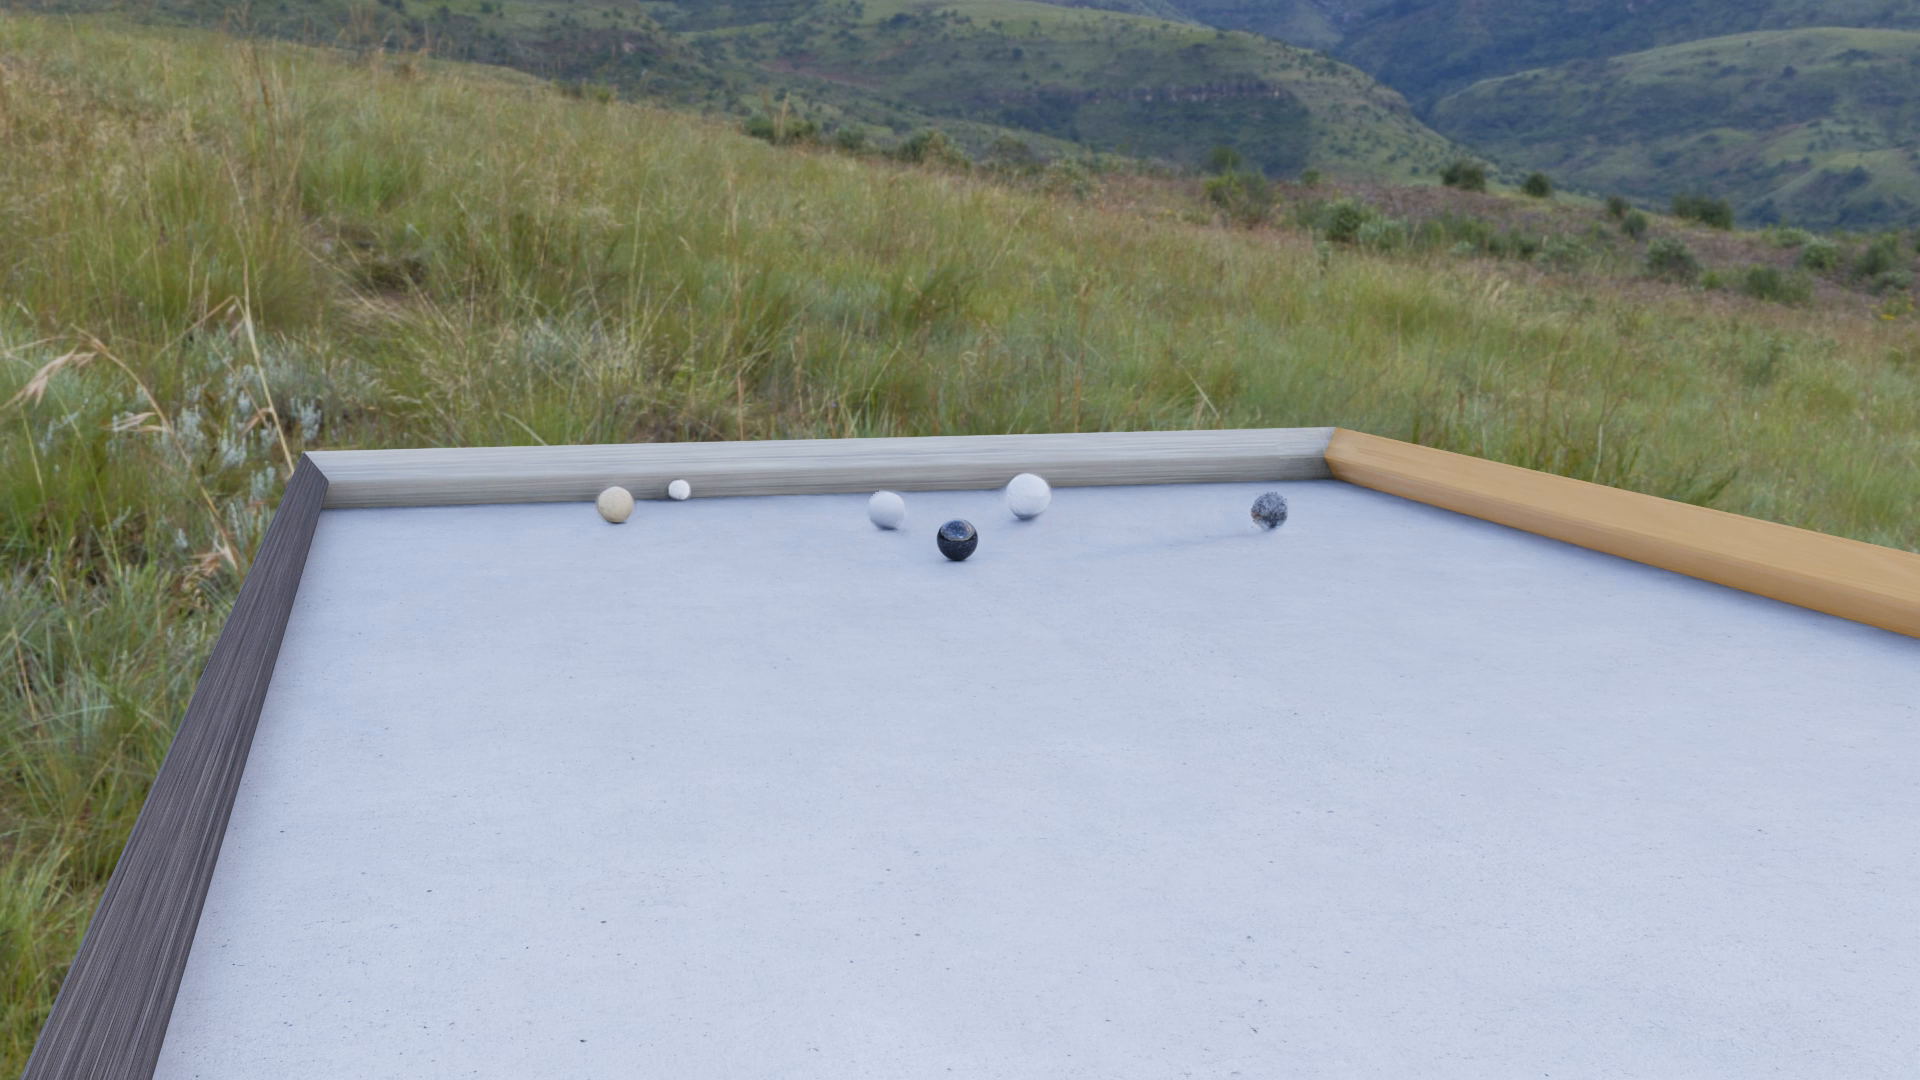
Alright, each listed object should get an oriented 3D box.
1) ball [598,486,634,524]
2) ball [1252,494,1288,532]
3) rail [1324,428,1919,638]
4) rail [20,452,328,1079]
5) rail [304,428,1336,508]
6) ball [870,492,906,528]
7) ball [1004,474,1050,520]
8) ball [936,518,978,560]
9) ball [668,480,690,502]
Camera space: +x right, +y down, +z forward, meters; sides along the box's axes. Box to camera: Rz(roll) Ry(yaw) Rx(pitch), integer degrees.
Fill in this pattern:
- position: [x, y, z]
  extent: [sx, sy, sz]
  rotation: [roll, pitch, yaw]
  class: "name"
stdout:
- position: [-0.607, -0.062, 3.877]
  extent: [0.065, 0.065, 0.065]
  rotation: [0, 8, 0]
  class: "ball"
- position: [0.533, -0.047, 3.780]
  extent: [0.064, 0.064, 0.064]
  rotation: [0, 8, 0]
  class: "ball"
- position: [1.190, 0.067, 2.830]
  extent: [0.045, 0.106, 3.585]
  rotation: [-2, 8, -14]
  class: "rail"
- position: [-0.757, 0.136, 2.350]
  extent: [0.045, 0.106, 3.585]
  rotation: [-2, 8, -14]
  class: "rail"
- position: [-0.211, -0.142, 4.289]
  extent: [2.054, 0.106, 0.045]
  rotation: [-2, 8, -14]
  class: "rail"
- position: [-0.126, -0.051, 3.810]
  extent: [0.064, 0.064, 0.064]
  rotation: [0, 8, 0]
  class: "ball"
- position: [0.120, -0.078, 3.931]
  extent: [0.081, 0.081, 0.081]
  rotation: [0, 8, 0]
  class: "ball"
- position: [-0.004, -0.001, 3.450]
  extent: [0.066, 0.066, 0.066]
  rotation: [0, 8, 0]
  class: "ball"
- position: [-0.535, -0.095, 4.189]
  extent: [0.041, 0.041, 0.041]
  rotation: [0, 8, 0]
  class: "ball"
